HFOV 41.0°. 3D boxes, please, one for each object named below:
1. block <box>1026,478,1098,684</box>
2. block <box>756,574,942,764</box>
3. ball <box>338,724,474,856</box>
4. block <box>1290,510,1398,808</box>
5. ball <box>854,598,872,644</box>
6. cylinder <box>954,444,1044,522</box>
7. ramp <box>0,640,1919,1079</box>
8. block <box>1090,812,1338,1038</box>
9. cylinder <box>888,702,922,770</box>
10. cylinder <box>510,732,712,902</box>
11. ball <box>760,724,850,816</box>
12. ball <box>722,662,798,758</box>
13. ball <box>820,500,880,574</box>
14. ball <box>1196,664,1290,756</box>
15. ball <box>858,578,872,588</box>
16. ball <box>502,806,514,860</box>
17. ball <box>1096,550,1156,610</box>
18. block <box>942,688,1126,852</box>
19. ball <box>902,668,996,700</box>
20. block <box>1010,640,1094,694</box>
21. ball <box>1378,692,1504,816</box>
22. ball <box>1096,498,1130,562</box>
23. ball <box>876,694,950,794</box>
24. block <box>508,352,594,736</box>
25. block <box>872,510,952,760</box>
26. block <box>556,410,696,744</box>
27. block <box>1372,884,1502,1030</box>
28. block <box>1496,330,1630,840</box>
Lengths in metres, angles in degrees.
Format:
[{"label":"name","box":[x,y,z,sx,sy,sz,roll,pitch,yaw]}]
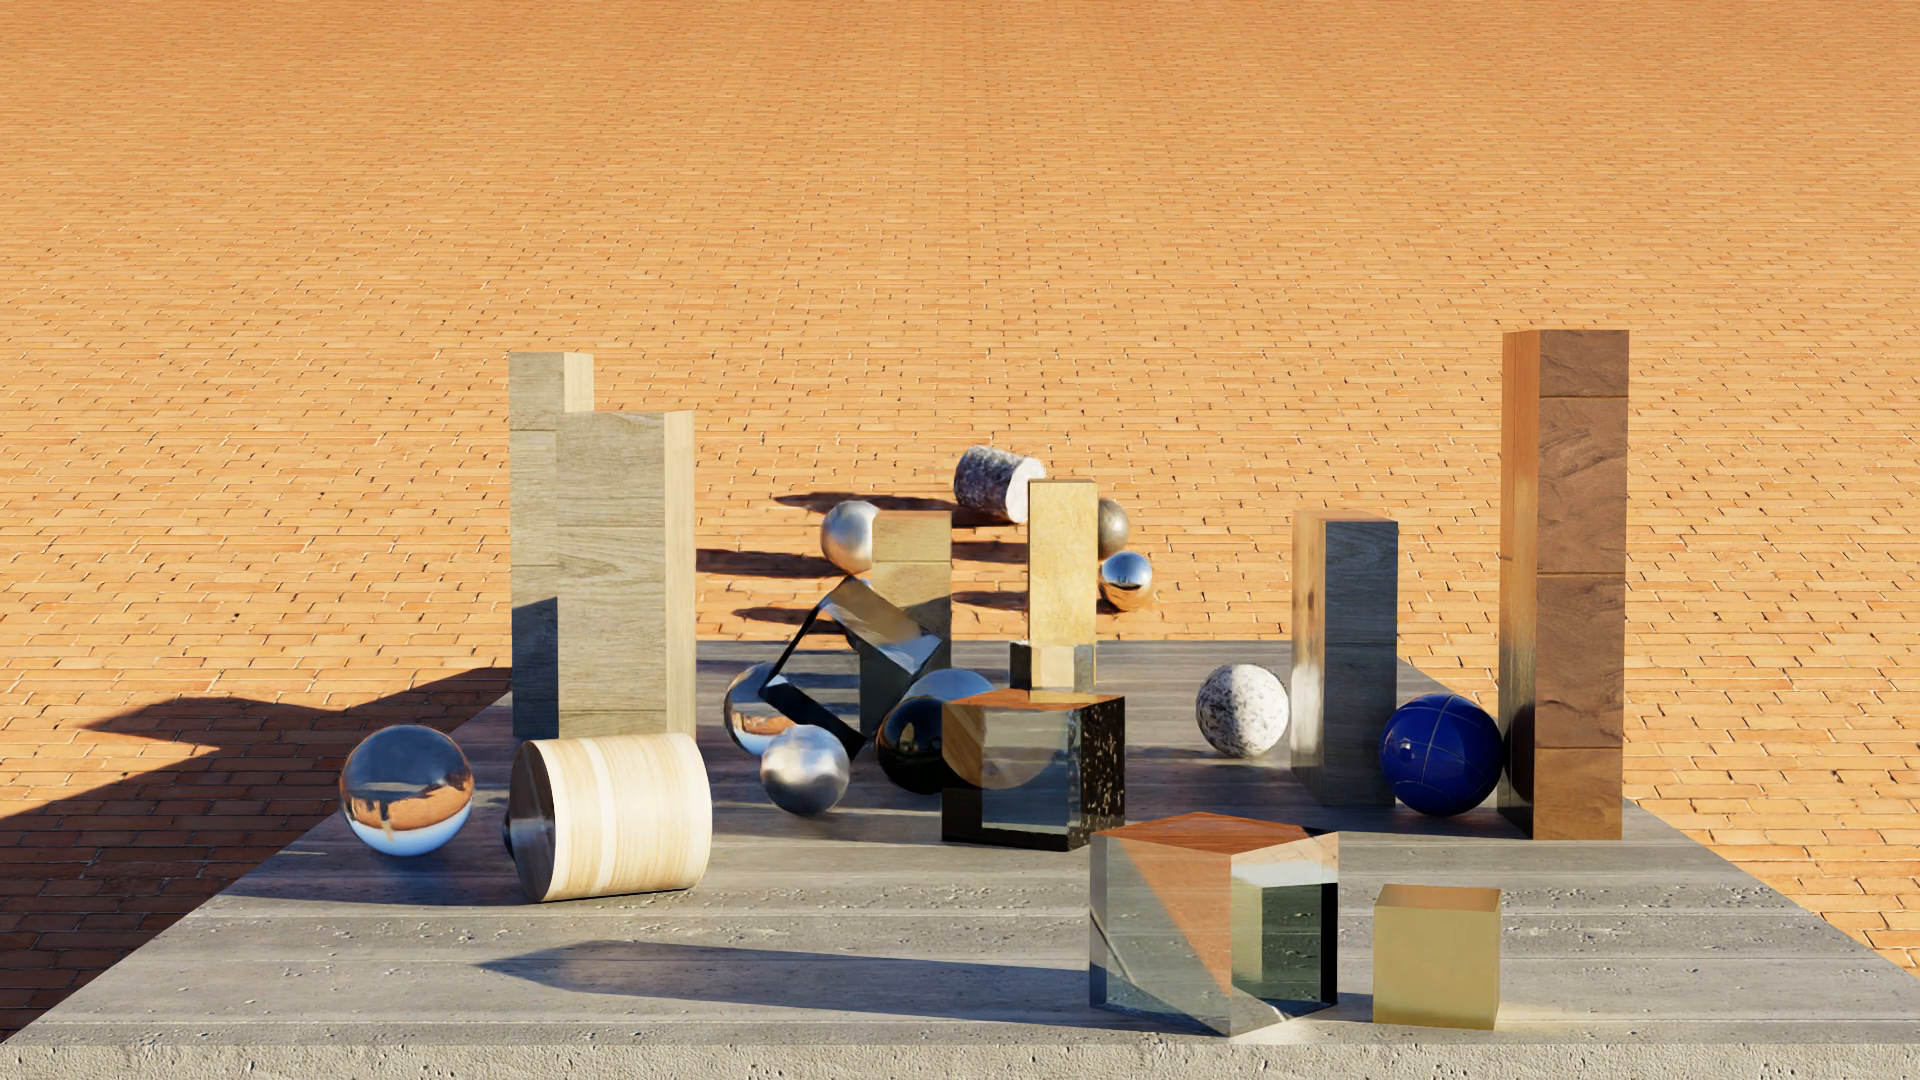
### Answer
[{"label":"block","box":[0.224,0.088,5.684,0.145,0.436,0.240,0,3,0]},{"label":"block","box":[-0.185,0.215,4.331,0.195,0.195,0.195,36,20,3]},{"label":"ball","box":[-0.764,0.345,3.545,0.183,0.183,0.183,0,20,0]},{"label":"block","box":[0.614,0.180,4.129,0.111,0.440,0.385,0,3,0]},{"label":"ball","box":[-0.205,0.203,6.399,0.119,0.119,0.119,0,20,0]},{"label":"cylinder","box":[0.117,-0.168,7.647,0.195,0.195,0.195,17,26,34]},{"label":"ramp","box":[0.047,0.426,4.533,2.000,0.100,4.000,0,3,0]},{"label":"block","box":[0.265,0.397,2.684,0.184,0.184,0.184,3,5,43]},{"label":"cylinder","box":[-0.065,0.327,4.395,0.116,0.116,0.116,0,3,0]},{"label":"cylinder","box":[-0.448,0.352,3.280,0.203,0.203,0.203,-2,19,-26]},{"label":"ball","box":[-0.234,0.348,3.884,0.137,0.137,0.137,0,20,0]},{"label":"ball","box":[-0.330,0.297,4.475,0.166,0.166,0.166,0,20,0]},{"label":"ball","box":[-0.293,-0.009,7.225,0.206,0.206,0.206,0,20,0]},{"label":"ball","box":[0.493,0.297,4.489,0.163,0.163,0.163,0,20,0]},{"label":"ball","box":[-0.264,0.163,6.882,0.119,0.119,0.119,0,20,0]},{"label":"ball","box":[-0.545,0.384,3.410,0.122,0.122,0.122,0,20,0]},{"label":"ball","box":[0.452,0.110,6.961,0.163,0.163,0.163,0,20,0]},{"label":"block","box":[0.107,0.328,3.701,0.197,0.197,0.197,2,4,28]},{"label":"ball","box":[-0.013,0.303,4.244,0.182,0.182,0.182,0,20,0]},{"label":"block","box":[0.187,0.272,5.230,0.124,0.124,0.124,-2,4,-30]},{"label":"ball","box":[0.725,0.323,3.869,0.187,0.187,0.187,0,20,0]},{"label":"ball","box":[0.395,-0.030,7.317,0.181,0.181,0.181,0,20,0]},{"label":"ball","box":[-0.054,0.325,4.081,0.158,0.158,0.158,0,20,0]},{"label":"block","box":[-0.780,-0.003,4.936,0.103,0.710,0.380,0,3,0]},{"label":"block","box":[-0.083,0.163,4.602,0.135,0.417,0.318,0,3,0]},{"label":"block","box":[-0.469,0.124,3.651,0.145,0.613,0.392,0,3,0]},{"label":"block","box":[0.495,0.430,2.658,0.121,0.121,0.121,1,4,15]},{"label":"block","box":[0.881,0.058,3.770,0.126,0.727,0.248,0,3,0]}]
